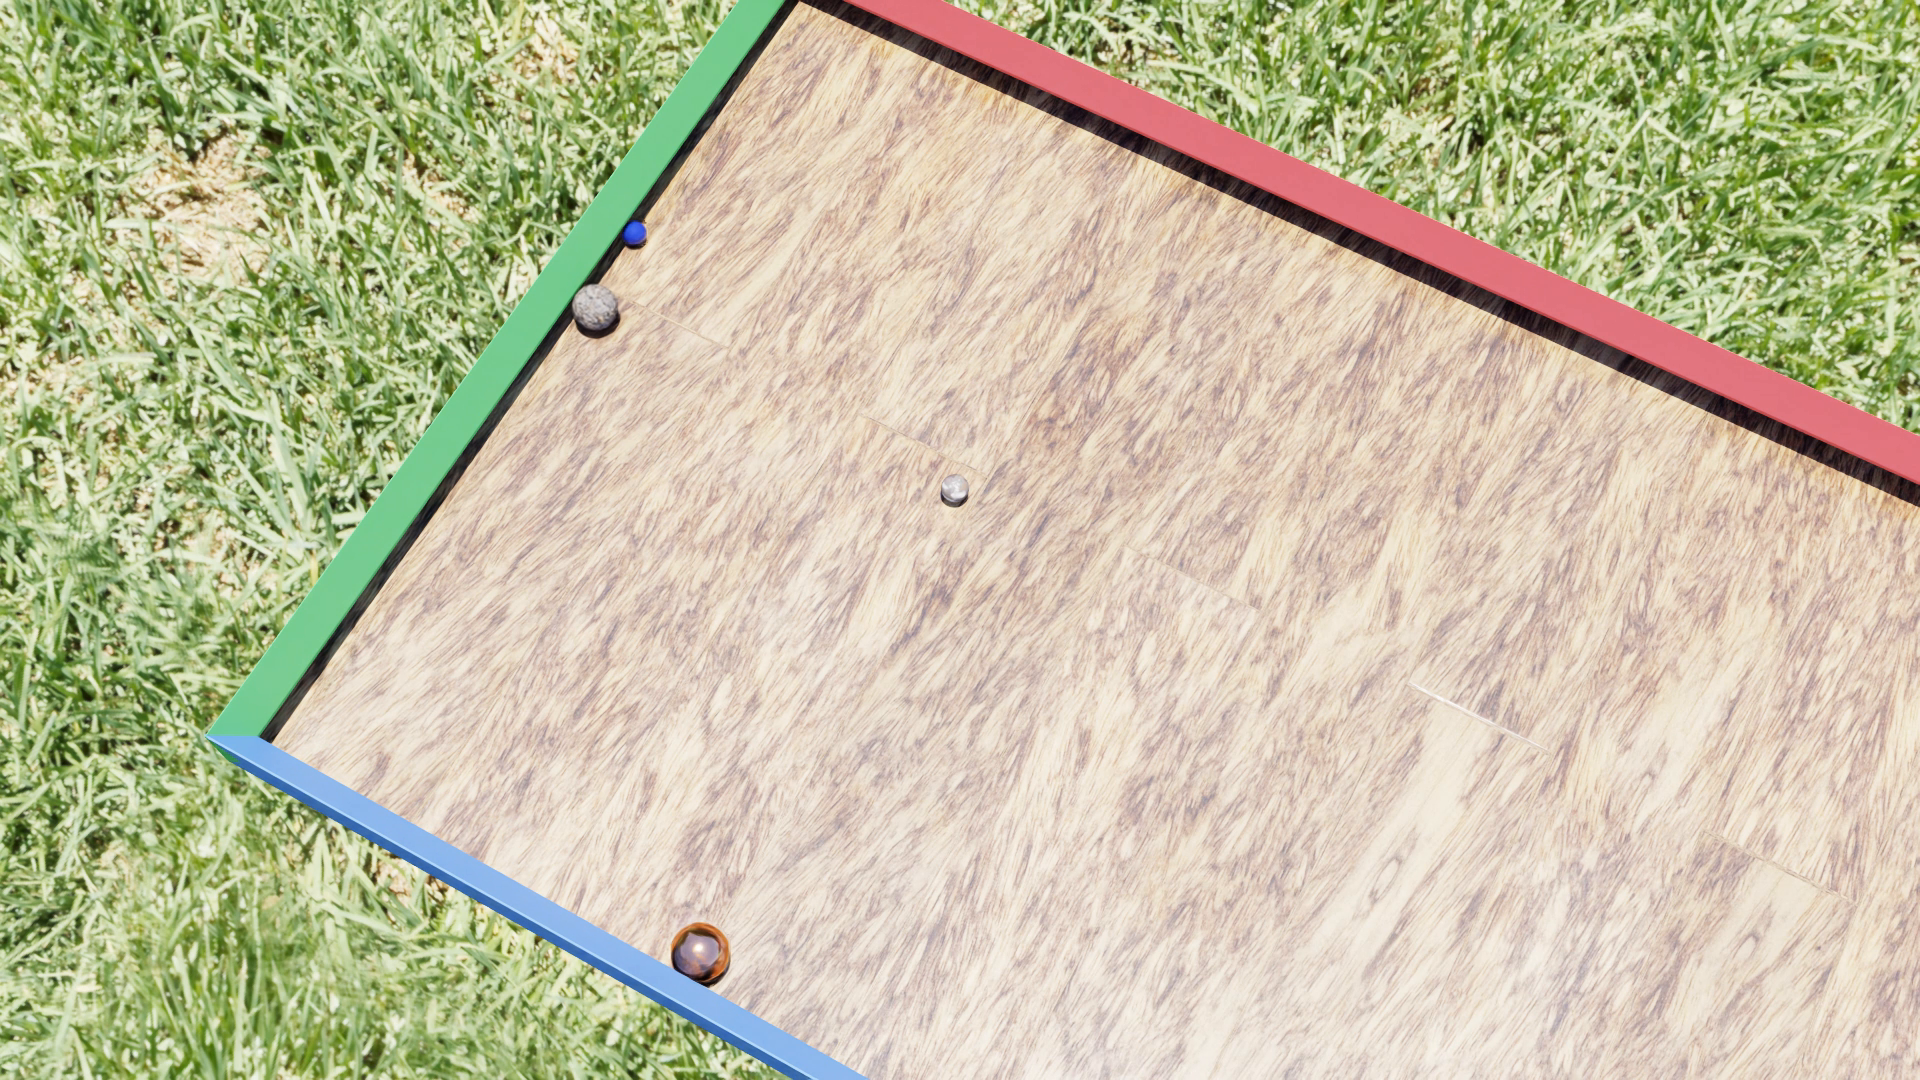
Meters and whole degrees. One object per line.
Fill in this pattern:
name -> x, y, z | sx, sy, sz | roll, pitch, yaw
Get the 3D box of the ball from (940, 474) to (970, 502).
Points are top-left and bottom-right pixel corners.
ball -> -0.008, -0.085, 3.595 | 0.047, 0.047, 0.047 | 0, 66, 0

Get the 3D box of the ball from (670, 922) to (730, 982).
ball -> -0.386, 0.611, 3.260 | 0.088, 0.088, 0.088 | 0, 66, 0

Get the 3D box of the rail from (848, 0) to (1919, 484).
rail -> 1.131, -0.326, 3.665 | 3.309, 0.114, 0.045 | 27, 69, 11

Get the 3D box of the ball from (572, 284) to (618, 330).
ball -> -0.616, -0.394, 3.717 | 0.077, 0.077, 0.077 | 0, 66, 0

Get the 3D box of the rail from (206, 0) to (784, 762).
rail -> -0.705, -0.365, 3.682 | 0.045, 0.114, 1.736 | 27, 69, 11

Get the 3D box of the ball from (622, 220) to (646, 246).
ball -> -0.562, -0.530, 3.797 | 0.042, 0.042, 0.042 | 0, 66, 0

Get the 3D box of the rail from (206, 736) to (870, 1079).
rail -> 0.320, 1.026, 3.059 | 3.309, 0.114, 0.045 | 27, 69, 11
